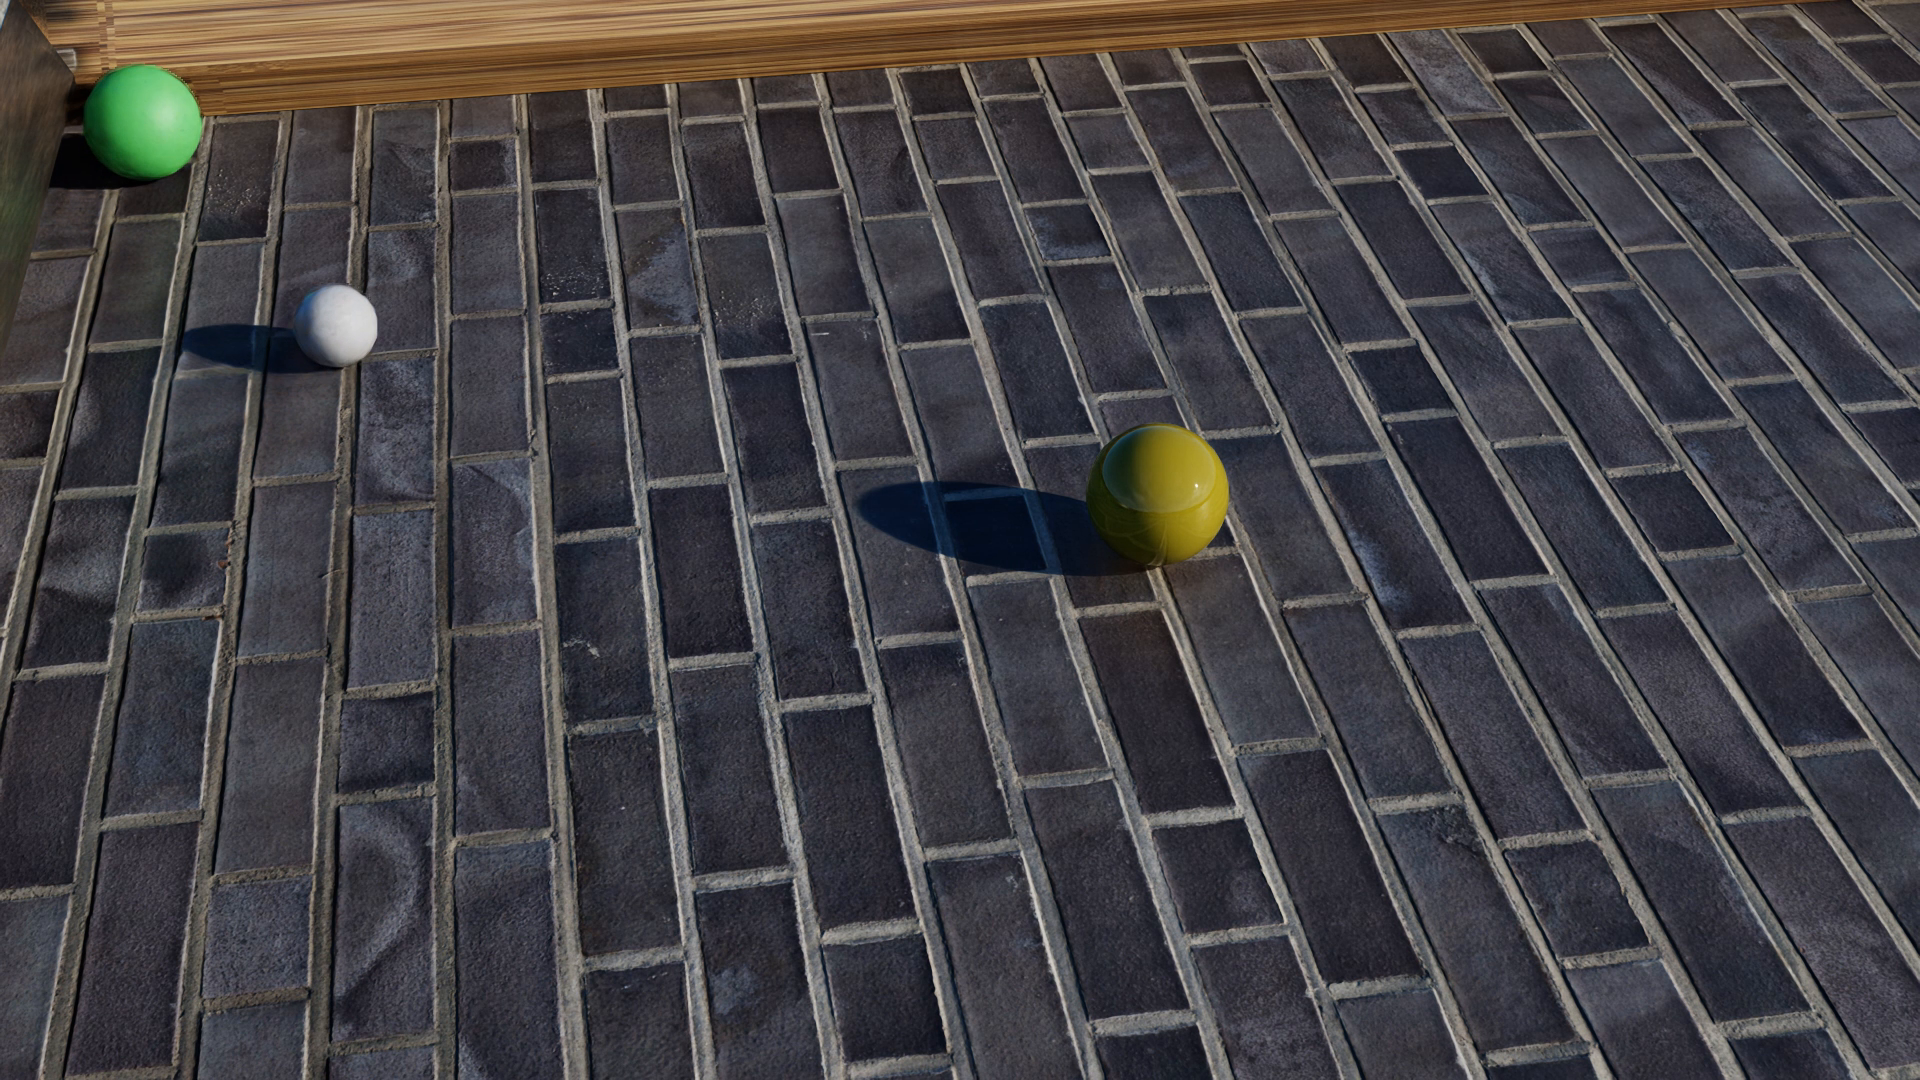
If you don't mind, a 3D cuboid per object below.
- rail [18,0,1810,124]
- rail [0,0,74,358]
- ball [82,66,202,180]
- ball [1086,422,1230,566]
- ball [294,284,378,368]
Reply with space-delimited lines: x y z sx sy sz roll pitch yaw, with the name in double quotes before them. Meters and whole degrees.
"rail" 0.546 -0.527 2.363 2.724 0.123 0.045 -5 36 -8
"rail" -0.648 0.044 1.563 0.045 0.123 1.598 -5 36 -8
"ball" -0.681 -0.347 2.137 0.095 0.095 0.095 0 36 0
"ball" 0.130 -0.030 1.694 0.095 0.095 0.095 0 36 0
"ball" -0.463 -0.159 1.902 0.061 0.061 0.061 0 36 0
